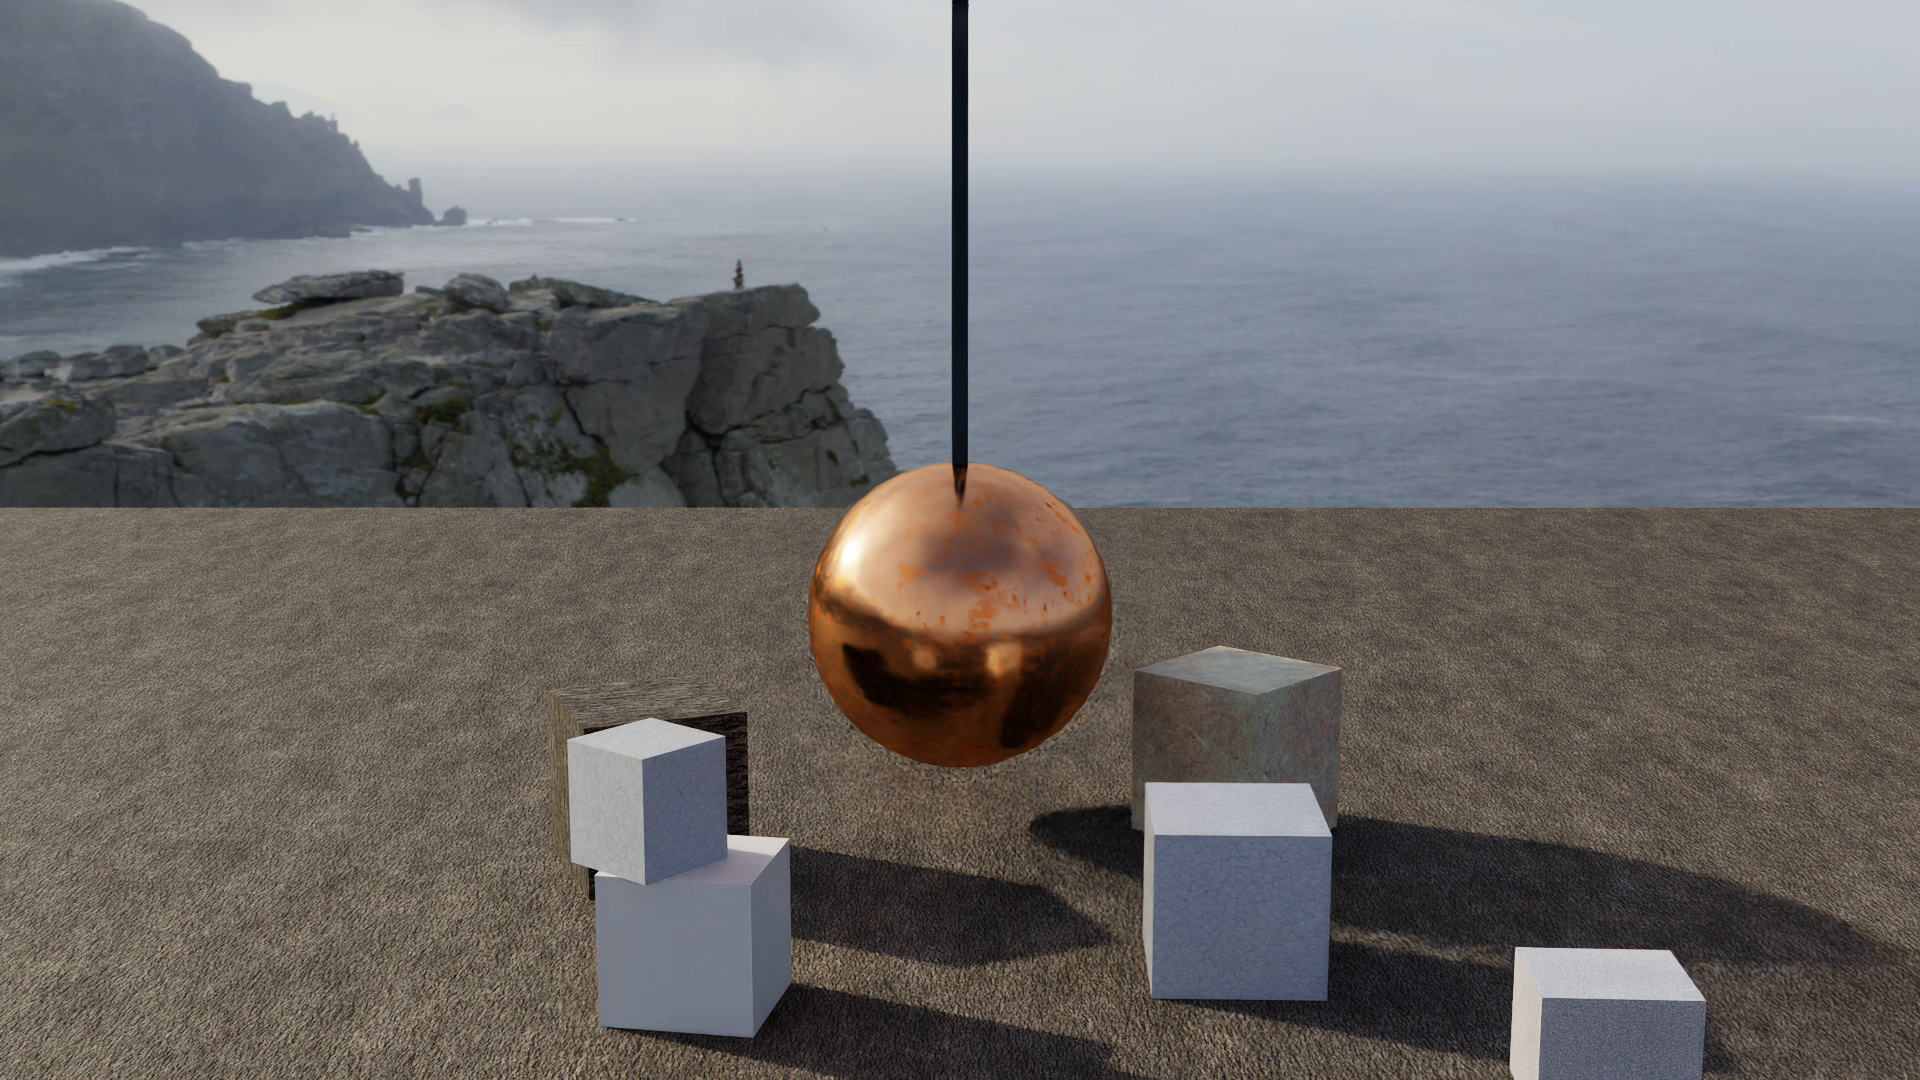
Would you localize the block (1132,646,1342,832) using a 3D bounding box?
[{"bbox_3d":[1.421,1.073,11.309,0.766,0.842,0.746,9,14,41],"label":"block"}]

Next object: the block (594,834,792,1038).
[{"bbox_3d":[-1.080,1.599,9.004,0.639,0.632,0.598,2,10,10],"label":"block"}]

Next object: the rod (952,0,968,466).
[{"bbox_3d":[0.000,-2.926,10.766,0.080,5.200,0.080,0,13,0],"label":"rod"}]

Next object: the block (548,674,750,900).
[{"bbox_3d":[-1.526,1.185,10.733,0.785,0.829,0.799,-4,11,-22],"label":"block"}]

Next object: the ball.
[{"bbox_3d":[0.000,0.389,11.523,1.600,1.600,1.600,0,10,0],"label":"ball"}]

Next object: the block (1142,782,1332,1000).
[{"bbox_3d":[1.168,1.488,9.407,0.724,0.707,0.748,0,10,2],"label":"block"}]

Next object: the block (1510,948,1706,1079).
[{"bbox_3d":[2.379,1.832,8.120,0.576,0.490,0.499,1,10,3],"label":"block"}]

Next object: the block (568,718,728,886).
[{"bbox_3d":[-1.256,1.044,8.861,0.445,0.510,0.444,9,13,40],"label":"block"}]
